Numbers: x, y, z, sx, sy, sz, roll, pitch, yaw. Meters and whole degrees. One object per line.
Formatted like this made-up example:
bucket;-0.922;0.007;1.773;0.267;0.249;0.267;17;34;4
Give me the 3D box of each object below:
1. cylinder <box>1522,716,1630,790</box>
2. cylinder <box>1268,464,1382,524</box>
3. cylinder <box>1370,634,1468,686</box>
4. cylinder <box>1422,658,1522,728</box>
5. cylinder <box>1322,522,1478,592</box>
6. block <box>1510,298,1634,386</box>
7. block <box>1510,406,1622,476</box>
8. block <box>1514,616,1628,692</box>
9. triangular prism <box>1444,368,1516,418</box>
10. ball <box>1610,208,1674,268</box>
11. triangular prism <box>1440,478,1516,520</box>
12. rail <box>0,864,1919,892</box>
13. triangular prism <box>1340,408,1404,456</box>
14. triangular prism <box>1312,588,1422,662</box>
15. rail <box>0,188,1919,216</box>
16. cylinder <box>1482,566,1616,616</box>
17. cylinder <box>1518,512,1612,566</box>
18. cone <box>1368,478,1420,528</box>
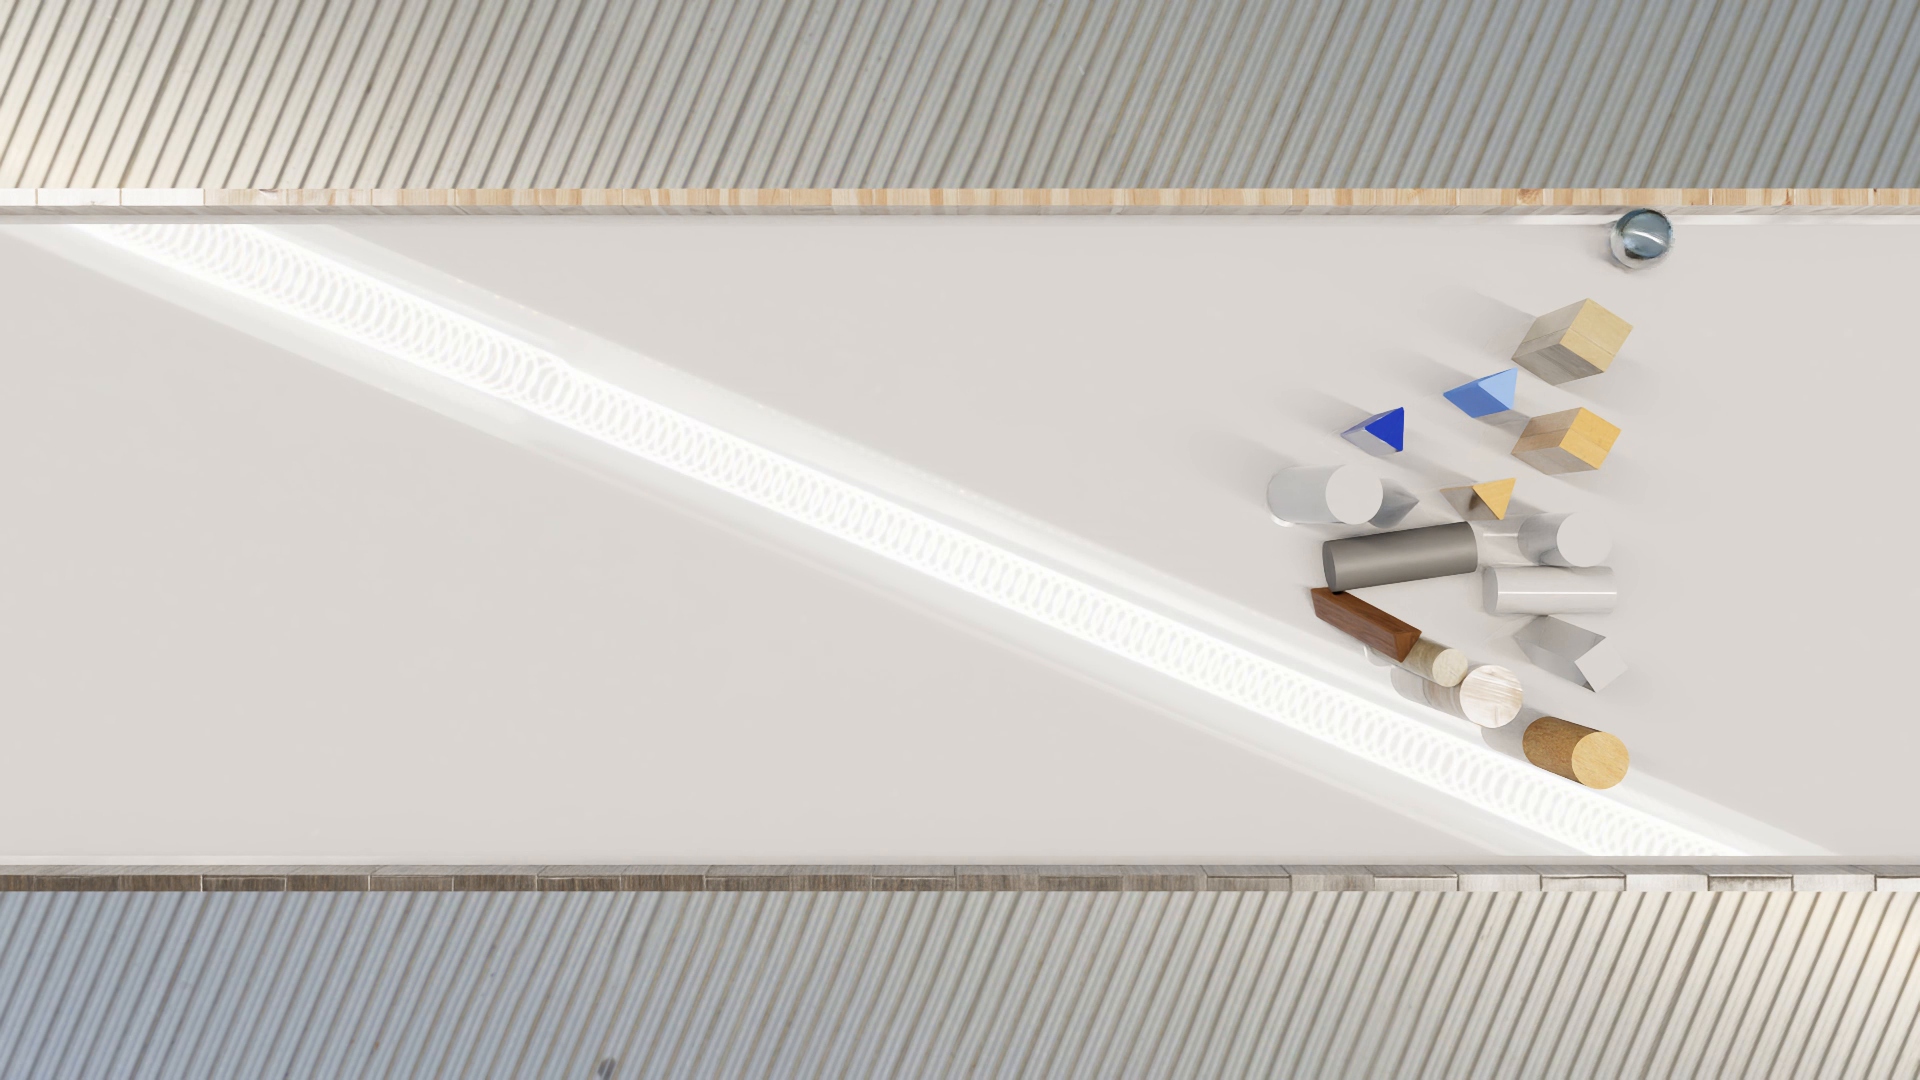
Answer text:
cylinder;1.813;0.625;4.872;0.163;0.409;0.163;0;90;0
cylinder;1.066;-0.134;4.843;0.171;0.443;0.171;0;91;-10
cylinder;1.350;0.335;4.879;0.112;0.380;0.112;-2;99;-14
cylinder;1.513;0.445;4.887;0.179;0.379;0.179;0;90;0
cylinder;1.331;0.051;4.998;0.428;0.157;0.157;-8;90;0
block;1.800;-0.580;4.869;0.153;0.414;0.153;33;90;0
block;1.782;-0.288;4.869;0.130;0.414;0.130;30;90;0
block;1.795;0.329;4.866;0.114;0.408;0.114;-38;99;0
triangular prism;1.566;-0.453;4.903;0.120;0.348;0.104;38;90;0
ball;2.062;-0.911;4.987;0.178;0.178;0.178;0;90;0
triangular prism;1.558;-0.142;4.912;0.109;0.330;0.126;-41;90;0
rail;-2.247;1.025;5.001;12.000;0.150;0.050;0;90;0
triangular prism;1.252;-0.337;4.921;0.127;0.311;0.110;31;90;0
triangular prism;1.215;0.230;4.926;0.095;0.350;0.109;-33;126;-19
rail;-2.247;-1.025;5.002;12.000;0.150;0.050;0;90;0
cylinder;1.785;0.153;5.002;0.355;0.149;0.149;0;90;0
cylinder;1.796;-0.003;4.909;0.160;0.335;0.160;0;90;0
cone;1.309;-0.112;4.883;0.155;0.387;0.155;0;90;0
